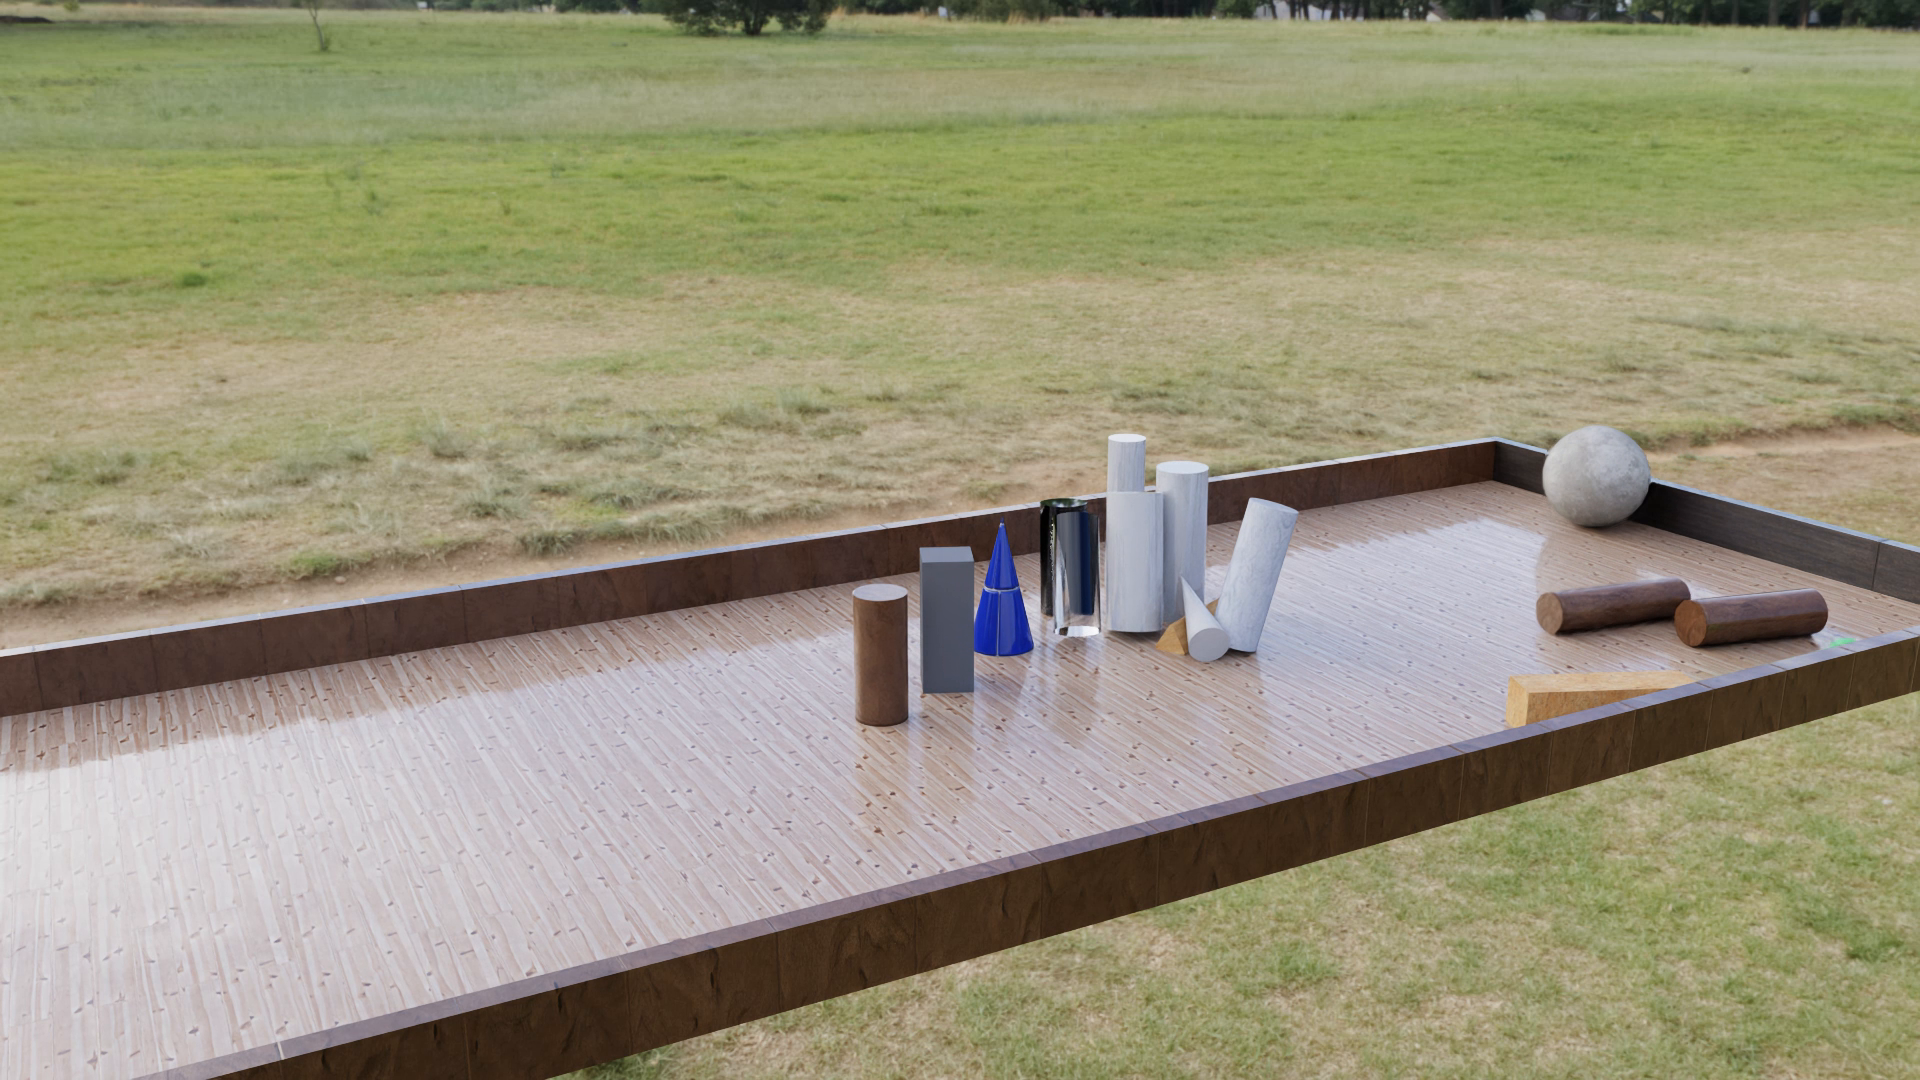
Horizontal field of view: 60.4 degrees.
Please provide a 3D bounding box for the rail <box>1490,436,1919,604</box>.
[{"bbox_3d":[2.466,-0.048,5.253,0.050,0.150,2.100,-9,18,-27],"label":"rail"}]

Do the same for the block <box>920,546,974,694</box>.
[{"bbox_3d":[-0.033,0.197,4.083,0.126,0.338,0.126,-1,16,-4],"label":"block"}]

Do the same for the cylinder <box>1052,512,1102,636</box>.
[{"bbox_3d":[0.313,0.093,4.448,0.128,0.313,0.128,0,-15,0],"label":"cylinder"}]

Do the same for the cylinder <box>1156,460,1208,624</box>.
[{"bbox_3d":[0.611,0.007,4.568,0.142,0.429,0.142,-1,17,0],"label":"cylinder"}]

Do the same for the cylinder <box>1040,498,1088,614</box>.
[{"bbox_3d":[0.291,0.046,4.634,0.132,0.309,0.132,-1,12,0],"label":"cylinder"}]

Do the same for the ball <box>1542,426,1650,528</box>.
[{"bbox_3d":[2.110,-0.210,5.474,0.336,0.336,0.336,0,16,0],"label":"ball"}]

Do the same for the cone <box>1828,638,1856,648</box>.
[{"bbox_3d":[2.079,0.361,4.032,0.437,0.106,0.106,-22,26,-36],"label":"cone"}]

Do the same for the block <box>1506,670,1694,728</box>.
[{"bbox_3d":[1.503,0.382,3.857,0.413,0.111,0.111,-1,16,-5],"label":"block"}]

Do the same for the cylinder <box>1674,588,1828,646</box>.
[{"bbox_3d":[2.124,0.207,4.430,0.384,0.125,0.125,-4,17,-15],"label":"cylinder"}]

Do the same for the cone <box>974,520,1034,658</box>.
[{"bbox_3d":[0.110,0.110,4.347,0.176,0.357,0.176,0,16,0],"label":"cone"}]

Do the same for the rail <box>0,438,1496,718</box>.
[{"bbox_3d":[-3.305,0.497,3.399,12.000,0.150,0.050,-9,18,-27],"label":"rail"}]

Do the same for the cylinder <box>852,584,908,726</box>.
[{"bbox_3d":[-0.186,0.271,3.882,0.128,0.311,0.128,0,16,0],"label":"cylinder"}]

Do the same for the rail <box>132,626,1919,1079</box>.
[{"bbox_3d":[-2.336,1.006,1.665,12.000,0.150,0.050,-9,18,-27],"label":"rail"}]

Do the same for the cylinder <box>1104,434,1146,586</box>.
[{"bbox_3d":[0.484,-0.081,4.837,0.109,0.447,0.109,0,16,0],"label":"cylinder"}]

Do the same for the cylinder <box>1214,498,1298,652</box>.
[{"bbox_3d":[0.769,0.091,4.329,0.131,0.383,0.131,14,11,-3],"label":"cylinder"}]

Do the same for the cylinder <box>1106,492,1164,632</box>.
[{"bbox_3d":[0.472,0.056,4.465,0.153,0.369,0.153,0,3,0],"label":"cylinder"}]

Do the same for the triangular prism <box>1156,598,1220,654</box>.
[{"bbox_3d":[0.677,0.209,4.501,0.087,0.075,0.419,12,20,34],"label":"triangular prism"}]

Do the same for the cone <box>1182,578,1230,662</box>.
[{"bbox_3d":[0.624,0.183,4.383,0.109,0.109,0.320,-2,33,-7],"label":"cone"}]

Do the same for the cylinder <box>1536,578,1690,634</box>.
[{"bbox_3d":[1.802,0.180,4.546,0.426,0.111,0.111,-6,17,-18],"label":"cylinder"}]
